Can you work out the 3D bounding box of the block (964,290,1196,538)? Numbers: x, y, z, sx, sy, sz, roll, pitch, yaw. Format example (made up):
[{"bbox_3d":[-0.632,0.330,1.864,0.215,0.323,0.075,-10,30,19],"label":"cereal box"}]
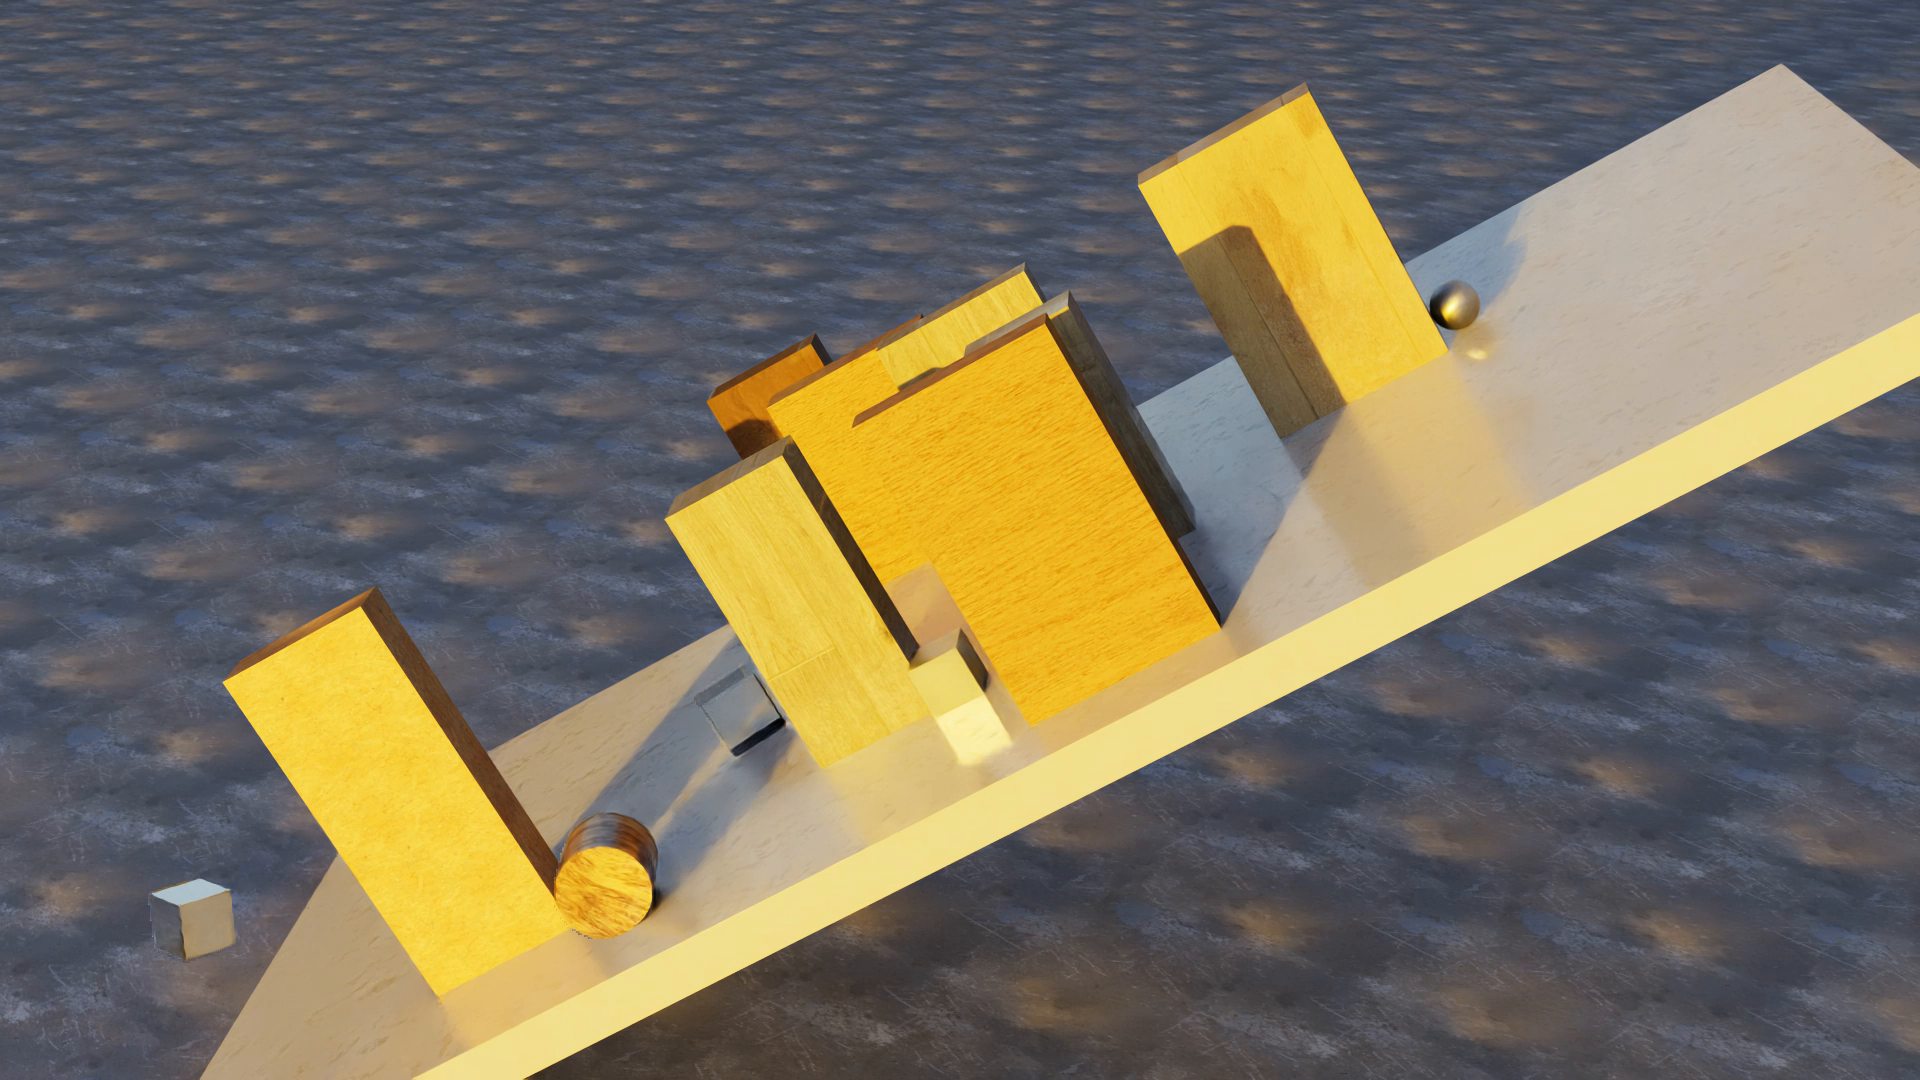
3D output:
[{"bbox_3d":[0.248,-0.212,6.055,0.244,0.538,0.142,-28,15,12],"label":"block"}]

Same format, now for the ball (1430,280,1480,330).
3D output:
[{"bbox_3d":[1.056,-0.502,6.274,0.108,0.108,0.108,0,18,0],"label":"ball"}]

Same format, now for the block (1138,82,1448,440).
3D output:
[{"bbox_3d":[0.704,-0.587,6.218,0.400,0.628,0.126,-28,15,12],"label":"block"}]

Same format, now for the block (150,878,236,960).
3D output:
[{"bbox_3d":[-1.753,0.866,6.725,0.130,0.130,0.130,-16,18,-43],"label":"block"}]

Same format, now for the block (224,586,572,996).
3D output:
[{"bbox_3d":[-1.106,0.507,5.882,0.327,0.776,0.125,-28,15,12],"label":"block"}]

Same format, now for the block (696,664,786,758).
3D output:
[{"bbox_3d":[-0.476,0.370,6.381,0.131,0.131,0.131,-33,14,-7],"label":"block"}]

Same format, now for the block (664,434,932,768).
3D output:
[{"bbox_3d":[-0.309,0.126,5.903,0.270,0.606,0.149,-28,15,12],"label":"block"}]

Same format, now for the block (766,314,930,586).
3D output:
[{"bbox_3d":[-0.143,-0.206,6.891,0.409,0.505,0.111,-28,15,12],"label":"block"}]

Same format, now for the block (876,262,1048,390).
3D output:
[{"bbox_3d":[0.119,-0.276,6.491,0.371,0.559,0.089,-28,15,12],"label":"block"}]

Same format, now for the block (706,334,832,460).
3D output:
[{"bbox_3d":[-0.343,-0.189,7.154,0.294,0.547,0.107,-28,15,12],"label":"block"}]

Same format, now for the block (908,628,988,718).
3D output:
[{"bbox_3d":[-0.024,0.264,5.861,0.112,0.112,0.112,-27,15,14],"label":"block"}]

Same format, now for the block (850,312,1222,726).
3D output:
[{"bbox_3d":[0.144,-0.032,5.412,0.403,0.661,0.088,-28,15,12],"label":"block"}]

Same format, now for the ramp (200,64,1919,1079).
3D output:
[{"bbox_3d":[0.142,0.168,6.284,4.000,0.100,2.000,-28,15,12],"label":"ramp"}]

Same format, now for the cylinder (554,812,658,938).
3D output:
[{"bbox_3d":[-0.689,0.653,5.743,0.186,0.186,0.186,-1,15,-2],"label":"cylinder"}]
